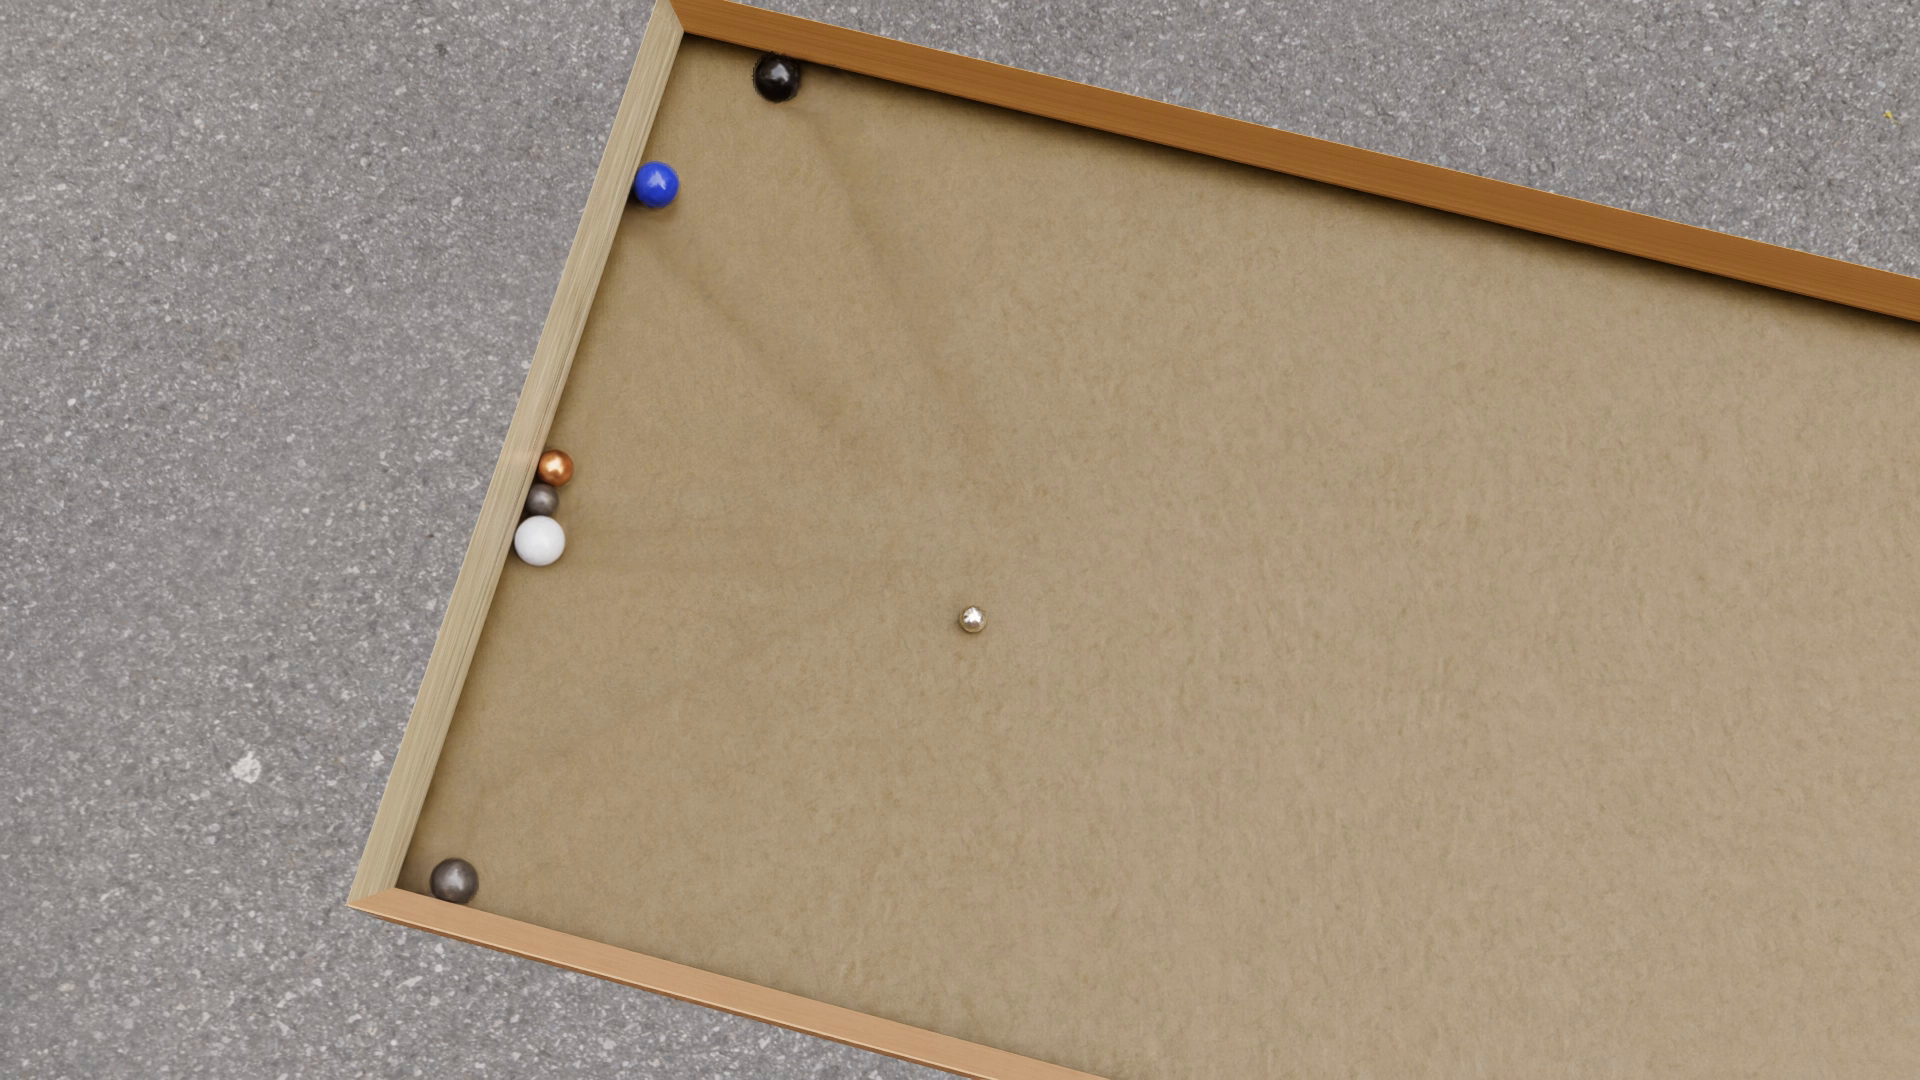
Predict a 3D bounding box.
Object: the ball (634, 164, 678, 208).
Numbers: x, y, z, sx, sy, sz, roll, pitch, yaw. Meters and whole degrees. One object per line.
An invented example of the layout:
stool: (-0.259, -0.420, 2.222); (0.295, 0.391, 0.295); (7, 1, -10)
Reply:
ball: (-0.492, -0.573, 3.562); (0.072, 0.072, 0.072); (0, 73, 0)

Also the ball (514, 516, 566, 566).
ball: (-0.646, 0.001, 3.381); (0.078, 0.078, 0.078); (0, 73, 0)

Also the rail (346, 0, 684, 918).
rail: (-0.662, -0.172, 3.421); (0.045, 0.102, 1.550); (14, 73, 4)

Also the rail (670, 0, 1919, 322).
rail: (0.876, -0.528, 3.532); (2.833, 0.102, 0.045); (14, 73, 4)

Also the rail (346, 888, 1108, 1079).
rail: (0.494, 0.860, 3.101); (2.833, 0.102, 0.045); (14, 73, 4)

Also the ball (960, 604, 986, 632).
ball: (0.020, 0.120, 3.363); (0.042, 0.042, 0.042); (0, 73, 0)

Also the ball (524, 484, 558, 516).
ball: (-0.650, -0.061, 3.413); (0.054, 0.054, 0.054); (0, 73, 0)

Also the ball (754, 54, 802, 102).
ball: (-0.299, -0.759, 3.617); (0.078, 0.078, 0.078); (0, 73, 0)

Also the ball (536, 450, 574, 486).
ball: (-0.631, -0.112, 3.426); (0.058, 0.058, 0.058); (0, 73, 0)

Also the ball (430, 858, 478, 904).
ball: (-0.743, 0.502, 3.230); (0.069, 0.069, 0.069); (0, 73, 0)
